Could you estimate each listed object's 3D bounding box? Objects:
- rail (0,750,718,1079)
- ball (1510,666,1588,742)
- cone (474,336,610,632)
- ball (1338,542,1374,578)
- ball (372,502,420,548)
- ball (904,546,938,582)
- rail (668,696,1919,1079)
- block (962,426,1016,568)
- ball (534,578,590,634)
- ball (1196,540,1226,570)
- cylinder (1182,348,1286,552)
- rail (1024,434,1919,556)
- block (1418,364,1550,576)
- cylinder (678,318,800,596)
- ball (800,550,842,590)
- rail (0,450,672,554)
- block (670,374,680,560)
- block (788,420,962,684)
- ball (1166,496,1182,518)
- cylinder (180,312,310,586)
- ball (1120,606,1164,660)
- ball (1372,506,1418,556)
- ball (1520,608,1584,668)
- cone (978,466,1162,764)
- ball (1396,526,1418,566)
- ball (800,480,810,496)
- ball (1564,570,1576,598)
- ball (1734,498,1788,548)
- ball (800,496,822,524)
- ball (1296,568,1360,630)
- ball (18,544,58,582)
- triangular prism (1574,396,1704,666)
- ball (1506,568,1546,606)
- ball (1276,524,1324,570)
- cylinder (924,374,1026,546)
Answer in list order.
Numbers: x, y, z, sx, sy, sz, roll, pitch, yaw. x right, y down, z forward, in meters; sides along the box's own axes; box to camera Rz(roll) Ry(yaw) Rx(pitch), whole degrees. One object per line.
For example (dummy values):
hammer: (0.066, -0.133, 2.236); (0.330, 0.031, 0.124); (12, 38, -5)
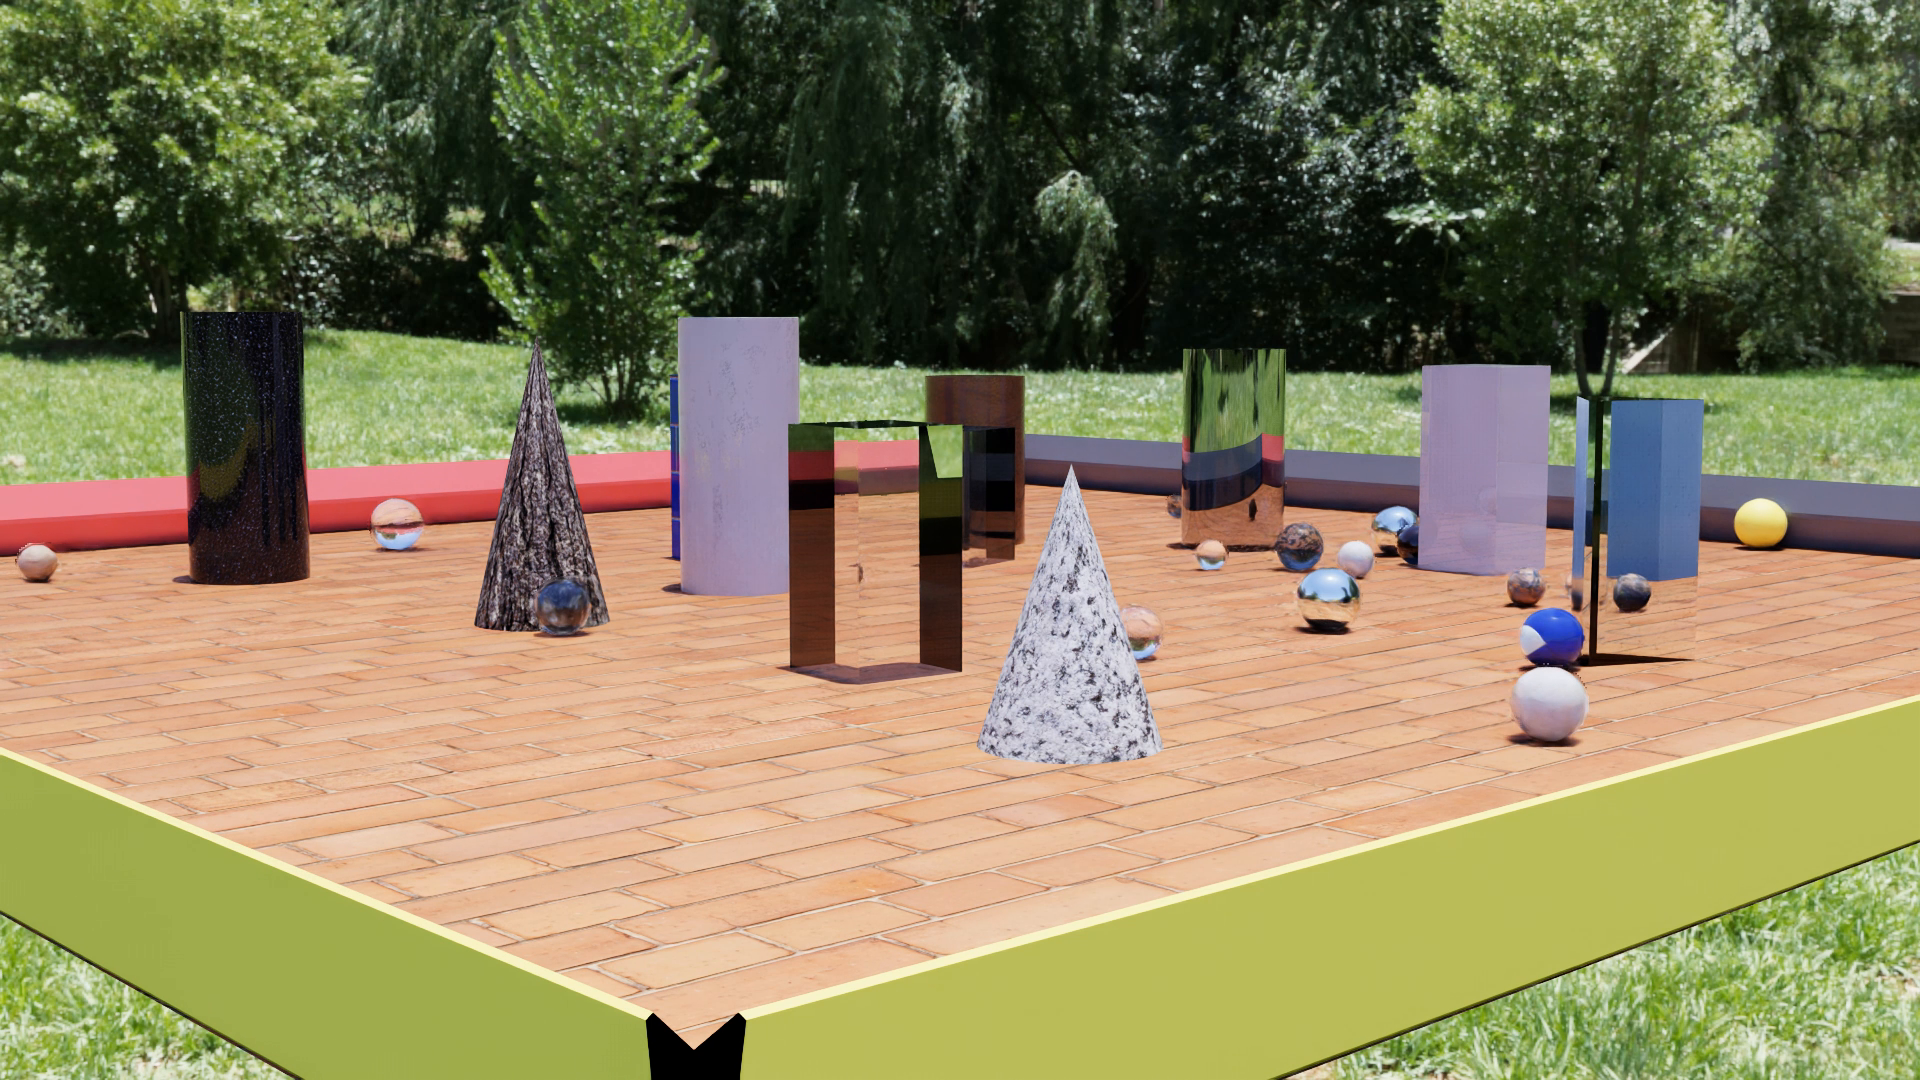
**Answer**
rail: (-1.225, 0.151, 2.208); (0.045, 0.124, 3.306); (-6, 8, -42)
ball: (0.607, 0.169, 2.269); (0.077, 0.077, 0.077); (0, 6, 0)
cone: (-0.595, -0.087, 3.111); (0.191, 0.409, 0.191); (0, 6, 0)
ball: (0.655, 0.032, 3.643); (0.061, 0.061, 0.061); (0, 6, 0)
ball: (-1.040, -0.029, 4.062); (0.085, 0.085, 0.085); (0, 6, 0)
ball: (-0.063, 0.040, 3.595); (0.056, 0.056, 0.056); (0, 6, 0)
rail: (1.105, 0.158, 2.141); (3.382, 0.124, 0.045); (-6, 8, -42)
block: (-0.008, -0.079, 3.868); (0.153, 0.236, 0.153); (4, 7, 32)
ball: (-0.544, 0.092, 3.007); (0.077, 0.077, 0.077); (0, 6, 0)
ball: (0.428, 0.025, 3.749); (0.053, 0.053, 0.053); (0, 6, 0)
cylinder: (0.510, -0.171, 4.100); (0.191, 0.370, 0.191); (0, 6, 0)
rail: (1.225, -0.086, 4.457); (0.045, 0.124, 3.306); (-6, 8, -42)
block: (0.893, -0.123, 3.748); (0.153, 0.347, 0.153); (-6, 8, -43)
cylinder: (-0.349, -0.136, 3.481); (0.191, 0.430, 0.191); (0, 6, 0)
ball: (-0.221, 0.047, 3.482); (0.065, 0.065, 0.065); (0, 6, 0)
rail: (-1.105, -0.093, 4.523); (3.382, 0.124, 0.045); (-6, 8, -42)
block: (-0.408, -0.129, 3.900); (0.153, 0.327, 0.153); (-4, 7, -36)
block: (-0.104, 0.010, 2.699); (0.153, 0.304, 0.153); (-5, 8, -37)
ball: (0.464, -0.071, 4.685); (0.047, 0.047, 0.047); (0, 6, 0)
cylinder: (-1.174, -0.155, 3.616); (0.191, 0.439, 0.191); (0, 6, 0)
ball: (0.226, 0.118, 2.798); (0.068, 0.068, 0.068); (0, 6, 0)
ball: (0.788, -0.017, 3.972); (0.089, 0.089, 0.089); (0, 6, 0)
ball: (0.732, 0.122, 2.716); (0.077, 0.077, 0.077); (0, 6, 0)
cone: (0.112, 0.067, 2.234); (0.191, 0.288, 0.191); (0, 6, 0)
ball: (0.795, 0.009, 3.822); (0.069, 0.069, 0.069); (0, 6, 0)
ball: (-0.368, -0.101, 4.860); (0.071, 0.071, 0.071); (0, 6, 0)
ball: (0.953, 0.068, 3.380); (0.045, 0.045, 0.045); (0, 6, 0)
ball: (1.486, -0.030, 4.079); (0.093, 0.093, 0.093); (0, 6, 0)
ball: (-0.317, -0.064, 4.573); (0.058, 0.058, 0.058); (0, 6, 0)
ball: (0.510, 0.082, 3.043); (0.088, 0.088, 0.088); (0, 6, 0)
ball: (-1.508, 0.038, 3.596); (0.060, 0.060, 0.060); (0, 6, 0)
triangular prism: (0.833, -0.016, 2.819); (0.165, 0.331, 0.143); (-2, 6, -19)
ball: (0.848, 0.071, 3.296); (0.056, 0.056, 0.056); (0, 6, 0)
ball: (0.578, 0.012, 3.745); (0.081, 0.081, 0.081); (0, 6, 0)
cylinder: (0.028, -0.153, 4.188); (0.191, 0.316, 0.191); (0, 6, 0)
